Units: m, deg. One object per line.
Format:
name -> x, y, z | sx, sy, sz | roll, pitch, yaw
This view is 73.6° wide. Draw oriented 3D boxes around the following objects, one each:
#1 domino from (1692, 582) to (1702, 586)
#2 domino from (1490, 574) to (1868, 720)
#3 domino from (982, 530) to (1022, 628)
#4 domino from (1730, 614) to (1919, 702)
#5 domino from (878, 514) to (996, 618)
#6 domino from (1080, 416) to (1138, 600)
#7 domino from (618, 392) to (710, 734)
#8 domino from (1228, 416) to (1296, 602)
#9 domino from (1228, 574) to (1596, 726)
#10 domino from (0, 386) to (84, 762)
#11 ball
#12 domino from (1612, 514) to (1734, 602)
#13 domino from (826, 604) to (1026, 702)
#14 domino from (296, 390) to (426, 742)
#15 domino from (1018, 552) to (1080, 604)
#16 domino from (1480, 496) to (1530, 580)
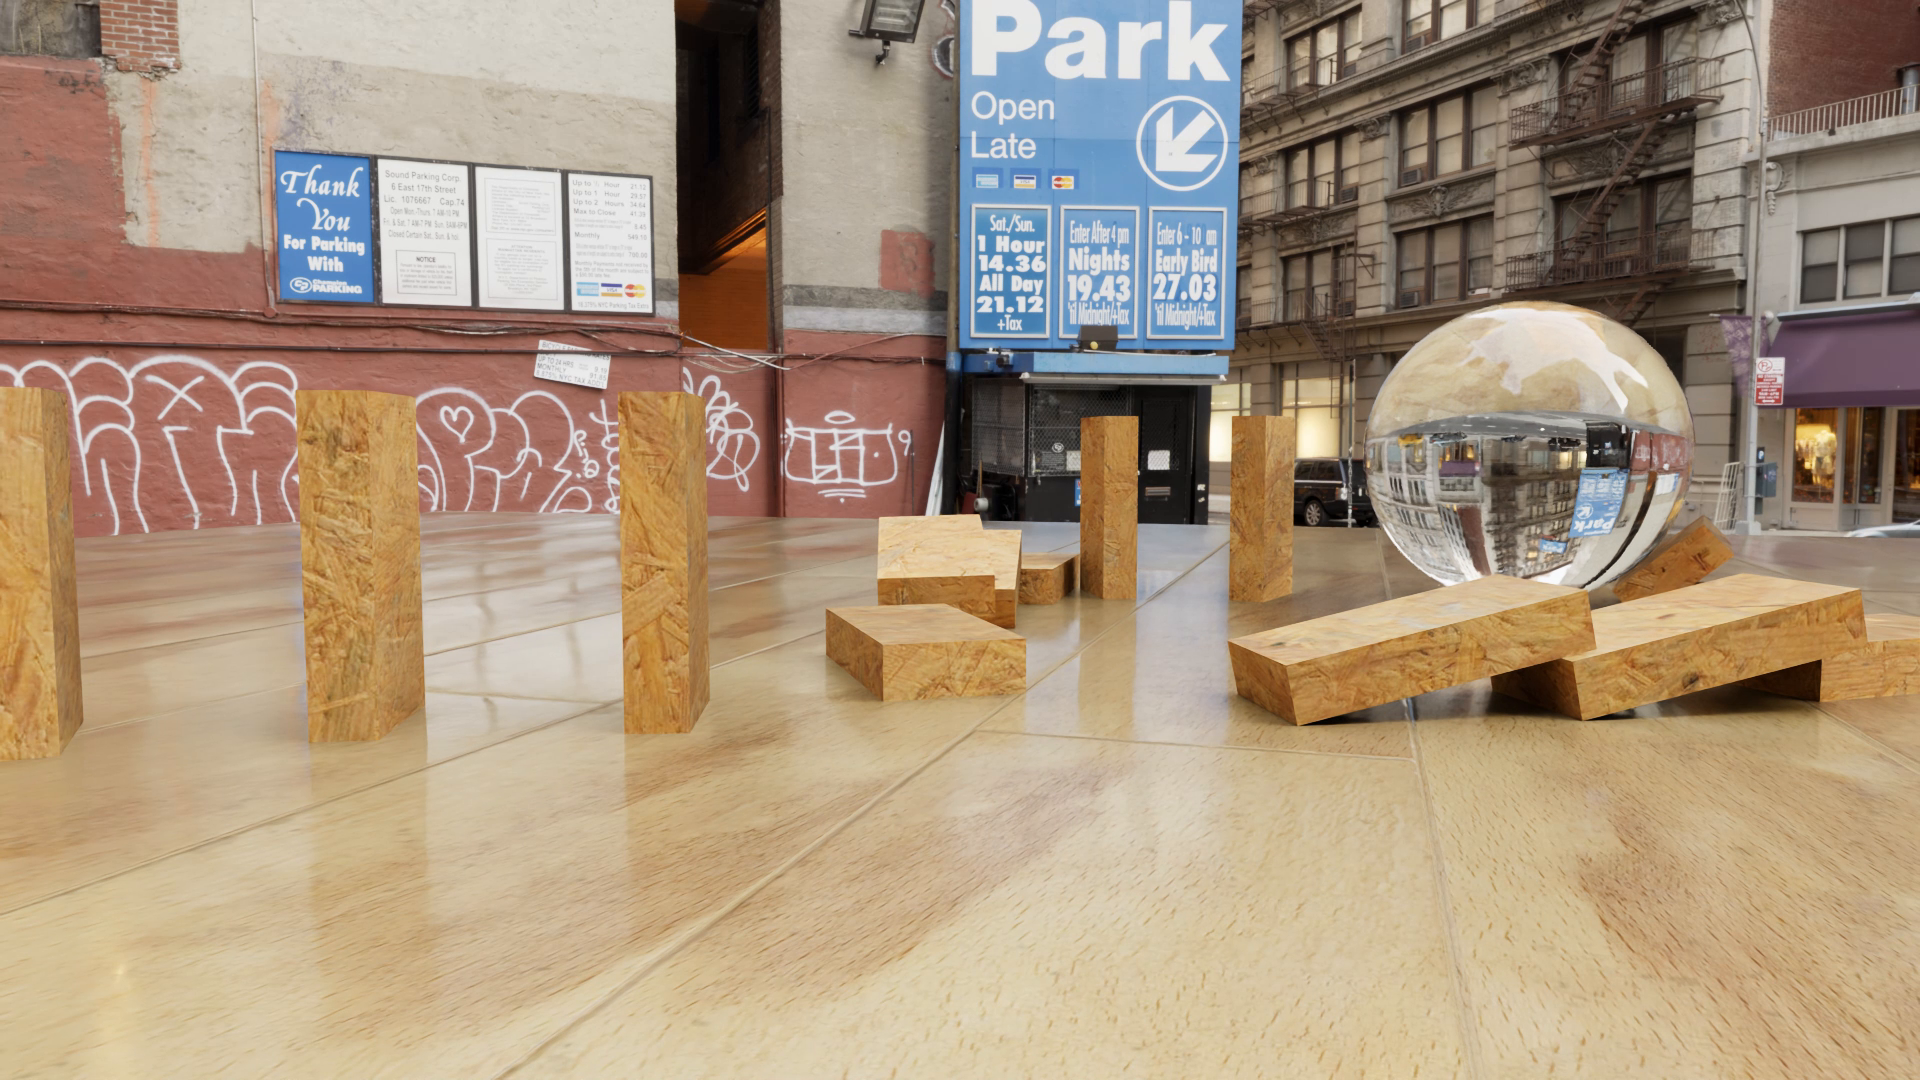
domino -> 0.174, 0.017, 0.281 | 0.025, 0.010, 0.050 | 3, 5, 32
domino -> 0.117, 0.017, 0.212 | 0.050, 0.010, 0.025 | -13, 6, -7
domino -> 0.002, 0.009, 0.320 | 0.025, 0.010, 0.050 | 0, 16, 4
domino -> 0.162, 0.021, 0.231 | 0.050, 0.010, 0.025 | -1, 5, -19
domino -> -0.006, 0.005, 0.298 | 0.025, 0.010, 0.050 | -2, 16, -3
domino -> 0.042, -0.010, 0.363 | 0.010, 0.050, 0.025 | -1, 4, -9
domino -> -0.045, 0.003, 0.199 | 0.009, 0.050, 0.025 | 0, 4, -4
domino -> 0.084, -0.009, 0.356 | 0.010, 0.050, 0.025 | 3, 5, 32
domino -> 0.072, 0.017, 0.209 | 0.050, 0.010, 0.025 | -13, 6, -7
domino -> -0.133, 0.004, 0.182 | 0.010, 0.050, 0.025 | -2, 5, -28
ball -> 0.148, -0.023, 0.339 | 0.080, 0.080, 0.080 | 0, 4, 0
domino -> 0.181, 0.006, 0.325 | 0.025, 0.010, 0.050 | -45, -18, 25
domino -> -0.008, 0.020, 0.239 | 0.025, 0.010, 0.050 | -1, 4, -17
domino -> -0.090, 0.003, 0.194 | 0.010, 0.050, 0.025 | -1, 4, -8
domino -> 0.018, 0.010, 0.366 | 0.025, 0.010, 0.050 | 1, 4, 14
domino -> 0.171, 0.000, 0.405 | 0.010, 0.025, 0.050 | 1, 5, 18
